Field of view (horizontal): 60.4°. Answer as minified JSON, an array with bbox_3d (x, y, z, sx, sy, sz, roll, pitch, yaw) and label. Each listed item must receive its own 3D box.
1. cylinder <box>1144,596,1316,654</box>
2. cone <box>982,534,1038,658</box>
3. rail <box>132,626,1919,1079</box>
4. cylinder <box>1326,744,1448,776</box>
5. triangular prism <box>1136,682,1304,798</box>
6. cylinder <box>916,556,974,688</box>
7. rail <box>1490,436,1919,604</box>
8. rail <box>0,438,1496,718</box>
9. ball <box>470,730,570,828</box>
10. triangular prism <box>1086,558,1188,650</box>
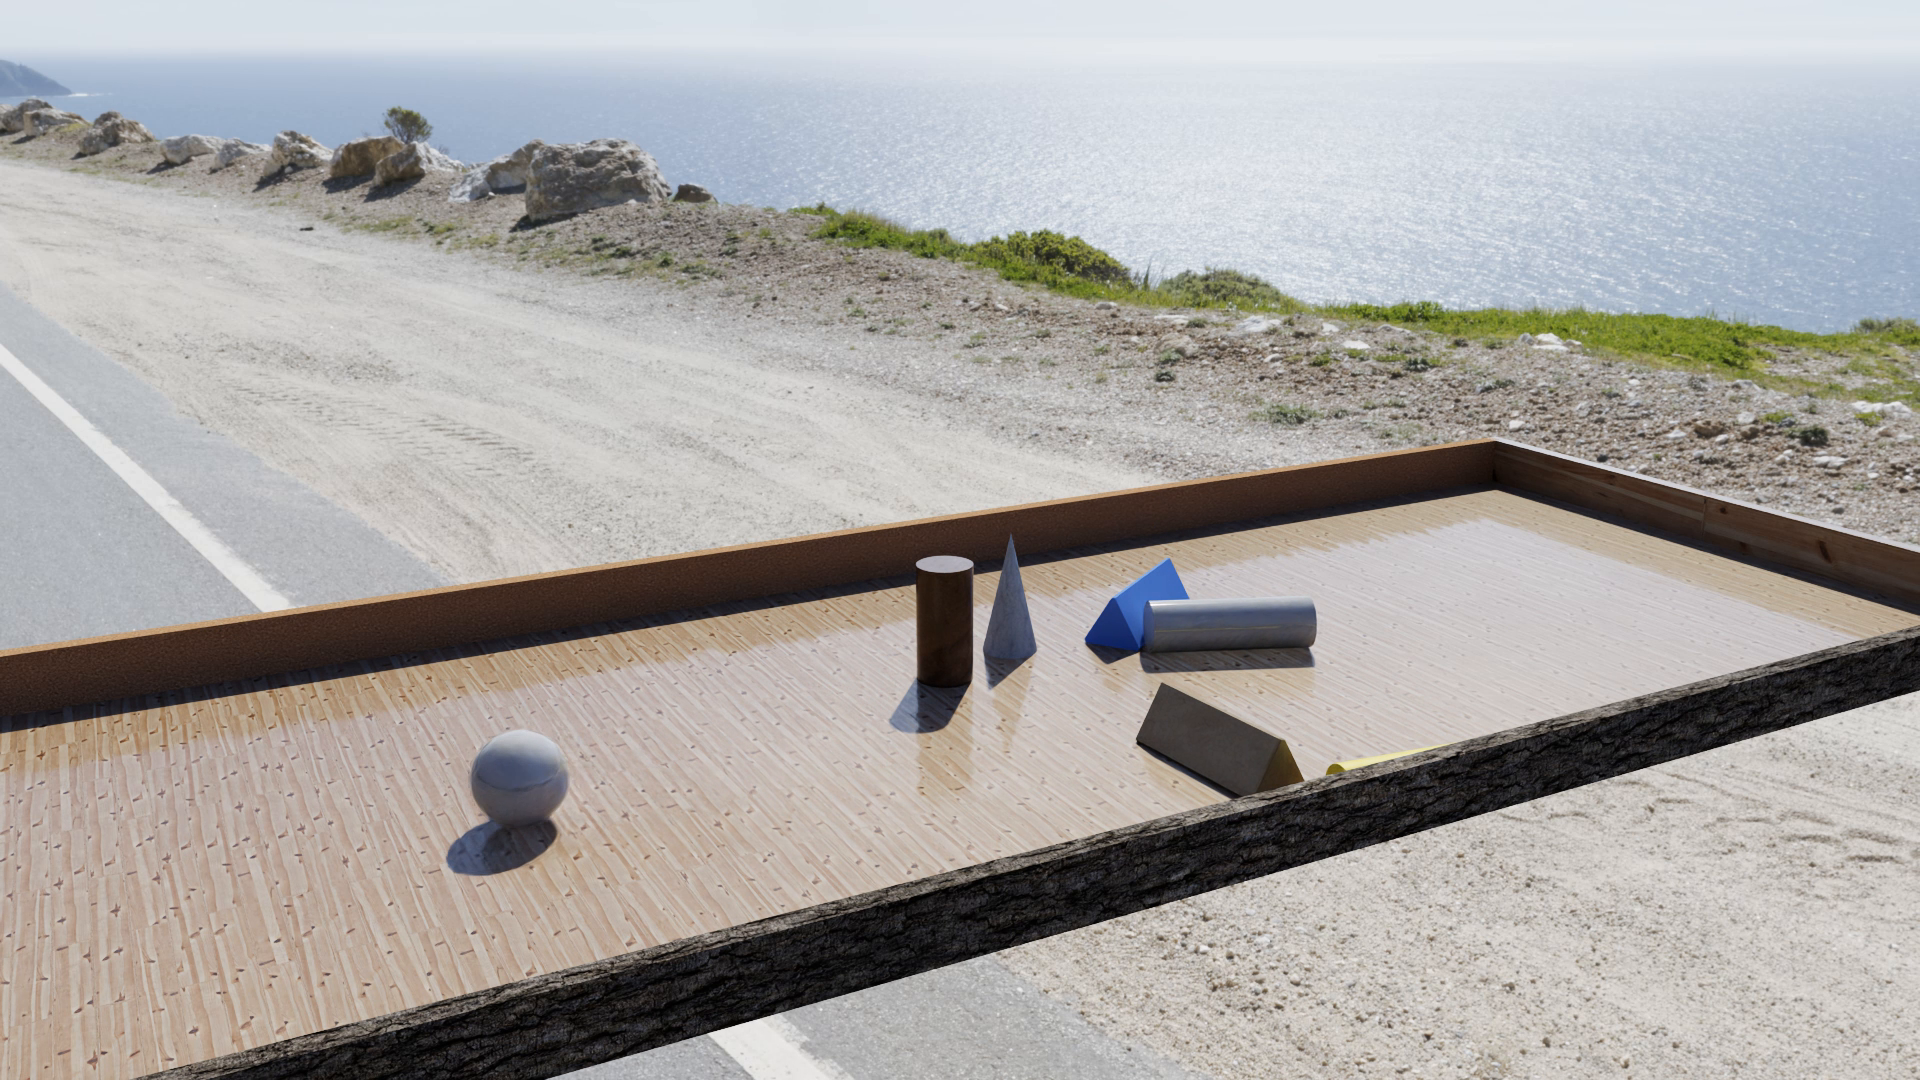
[{"bbox_3d":[0.710,0.222,4.354,0.432,0.138,0.138,-2,16,-6],"label":"cylinder"},{"bbox_3d":[0.132,0.136,4.324,0.145,0.321,0.145,0,16,0],"label":"cone"},{"bbox_3d":[-2.336,1.006,1.665,12.000,0.150,0.050,-9,18,-27],"label":"rail"},{"bbox_3d":[0.971,0.495,3.485,0.398,0.105,0.105,-6,17,-20],"label":"cylinder"},{"bbox_3d":[0.572,0.433,3.638,0.150,0.130,0.396,-11,19,-31],"label":"triangular prism"},{"bbox_3d":[-0.038,0.204,4.128,0.143,0.300,0.143,0,16,0],"label":"cylinder"},{"bbox_3d":[2.466,-0.048,5.253,0.050,0.150,2.100,-9,18,-27],"label":"rail"},{"bbox_3d":[-3.305,0.497,3.399,12.000,0.150,0.050,-9,18,-27],"label":"rail"},{"bbox_3d":[-0.894,0.485,3.356,0.198,0.198,0.198,0,16,0],"label":"ball"},{"bbox_3d":[0.498,0.165,4.542,0.155,0.134,0.409,9,18,26],"label":"triangular prism"}]
